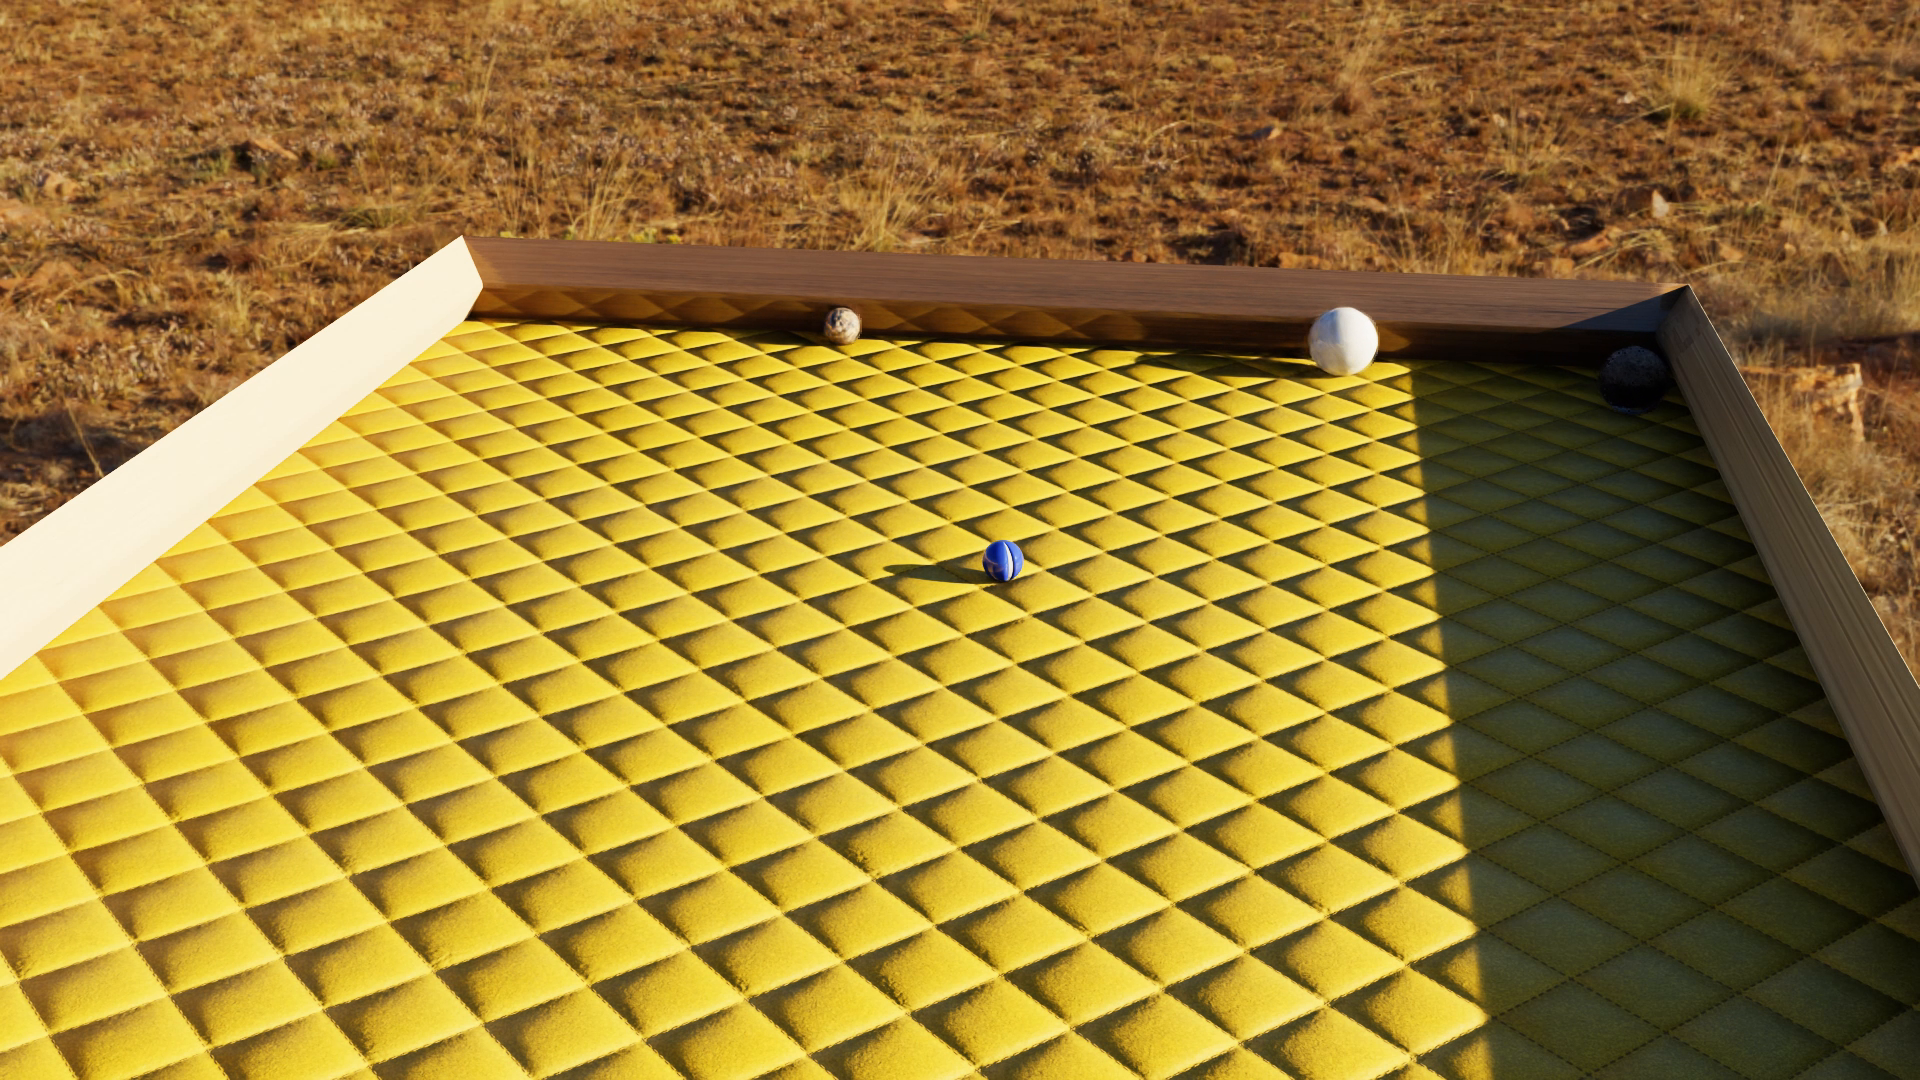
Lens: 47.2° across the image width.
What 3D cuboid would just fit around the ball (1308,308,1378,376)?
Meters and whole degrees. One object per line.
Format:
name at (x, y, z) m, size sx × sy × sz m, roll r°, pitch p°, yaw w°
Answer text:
ball at (0.541, -0.280, 3.109) m, size 0.097 × 0.097 × 0.097 m, roll 0°, pitch 22°, yaw 0°

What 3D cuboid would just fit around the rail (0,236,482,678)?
rail at (-1.005, 0.243, 1.772) m, size 0.045 × 0.126 × 3.495 m, roll 3°, pitch 22°, yaw 8°

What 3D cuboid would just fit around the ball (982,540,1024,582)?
ball at (0.047, 0.023, 2.427) m, size 0.046 × 0.046 × 0.046 m, roll 0°, pitch 22°, yaw 0°

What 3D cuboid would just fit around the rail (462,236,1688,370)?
rail at (0.130, -0.345, 3.227) m, size 1.811 × 0.126 × 0.045 m, roll 3°, pitch 22°, yaw 8°

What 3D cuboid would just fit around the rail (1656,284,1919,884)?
rail at (0.738, 0.344, 1.523) m, size 0.045 × 0.126 × 3.495 m, roll 3°, pitch 22°, yaw 8°

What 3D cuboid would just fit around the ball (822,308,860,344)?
ball at (-0.176, -0.316, 3.254) m, size 0.055 × 0.055 × 0.055 m, roll 0°, pitch 22°, yaw 0°

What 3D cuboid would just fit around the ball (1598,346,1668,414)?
ball at (0.905, -0.215, 2.957) m, size 0.090 × 0.090 × 0.090 m, roll 0°, pitch 22°, yaw 0°
